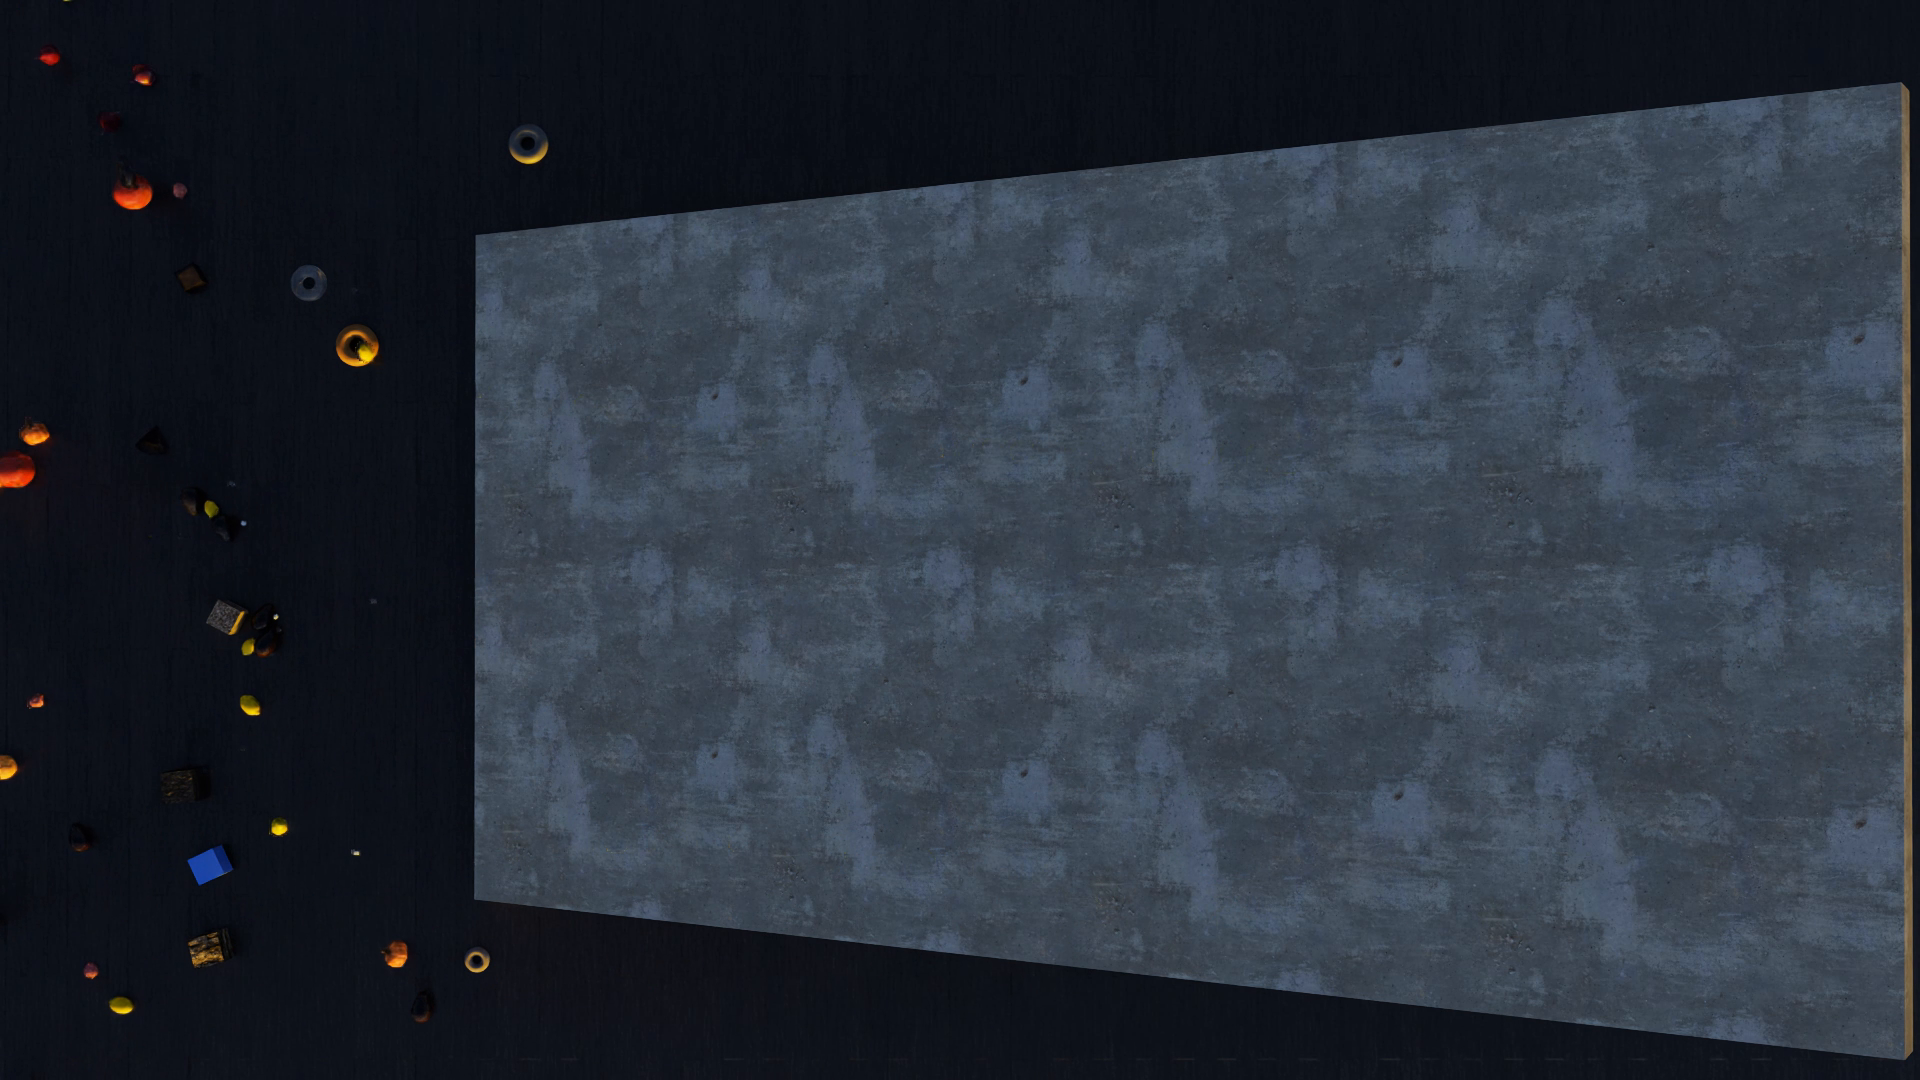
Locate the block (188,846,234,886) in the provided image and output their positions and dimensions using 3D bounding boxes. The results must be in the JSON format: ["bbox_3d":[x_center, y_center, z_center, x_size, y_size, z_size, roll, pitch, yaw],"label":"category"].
[{"bbox_3d":[-2.269,0.984,6.656,0.084,0.084,0.084,-25,90,0],"label":"block"}]

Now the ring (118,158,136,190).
[{"bbox_3d":[-2.492,-1.095,6.575,0.033,0.098,0.098,-19,89,-31],"label":"ring"}]

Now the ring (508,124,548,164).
[{"bbox_3d":[-1.315,-1.207,6.698,0.122,0.041,0.122,0,88,0],"label":"ring"}]

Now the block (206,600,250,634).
[{"bbox_3d":[-2.220,0.233,6.666,0.079,0.079,0.079,28,90,0],"label":"block"}]

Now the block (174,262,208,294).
[{"bbox_3d":[-2.336,-0.795,6.682,0.063,0.063,0.063,-30,90,0],"label":"block"}]

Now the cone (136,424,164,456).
[{"bbox_3d":[-2.455,-0.314,6.691,0.085,0.085,0.085,7,63,0],"label":"cone"}]

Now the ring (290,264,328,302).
[{"bbox_3d":[-1.982,-0.782,6.696,0.111,0.037,0.111,0,91,0],"label":"ring"}]

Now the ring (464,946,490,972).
[{"bbox_3d":[-1.467,1.275,6.683,0.078,0.026,0.078,0,90,1],"label":"ring"}]

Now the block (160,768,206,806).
[{"bbox_3d":[-2.352,0.744,6.652,0.097,0.097,0.097,-6,89,0],"label":"block"}]

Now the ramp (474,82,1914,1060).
[{"bbox_3d":[0.261,0.072,5.602,4.000,0.100,2.000,0,89,32],"label":"ramp"}]

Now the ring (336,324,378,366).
[{"bbox_3d":[-1.834,-0.593,6.691,0.130,0.043,0.130,0,90,-1],"label":"ring"}]

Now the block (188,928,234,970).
[{"bbox_3d":[-2.265,1.235,6.650,0.092,0.092,0.092,-15,90,0],"label":"block"}]
